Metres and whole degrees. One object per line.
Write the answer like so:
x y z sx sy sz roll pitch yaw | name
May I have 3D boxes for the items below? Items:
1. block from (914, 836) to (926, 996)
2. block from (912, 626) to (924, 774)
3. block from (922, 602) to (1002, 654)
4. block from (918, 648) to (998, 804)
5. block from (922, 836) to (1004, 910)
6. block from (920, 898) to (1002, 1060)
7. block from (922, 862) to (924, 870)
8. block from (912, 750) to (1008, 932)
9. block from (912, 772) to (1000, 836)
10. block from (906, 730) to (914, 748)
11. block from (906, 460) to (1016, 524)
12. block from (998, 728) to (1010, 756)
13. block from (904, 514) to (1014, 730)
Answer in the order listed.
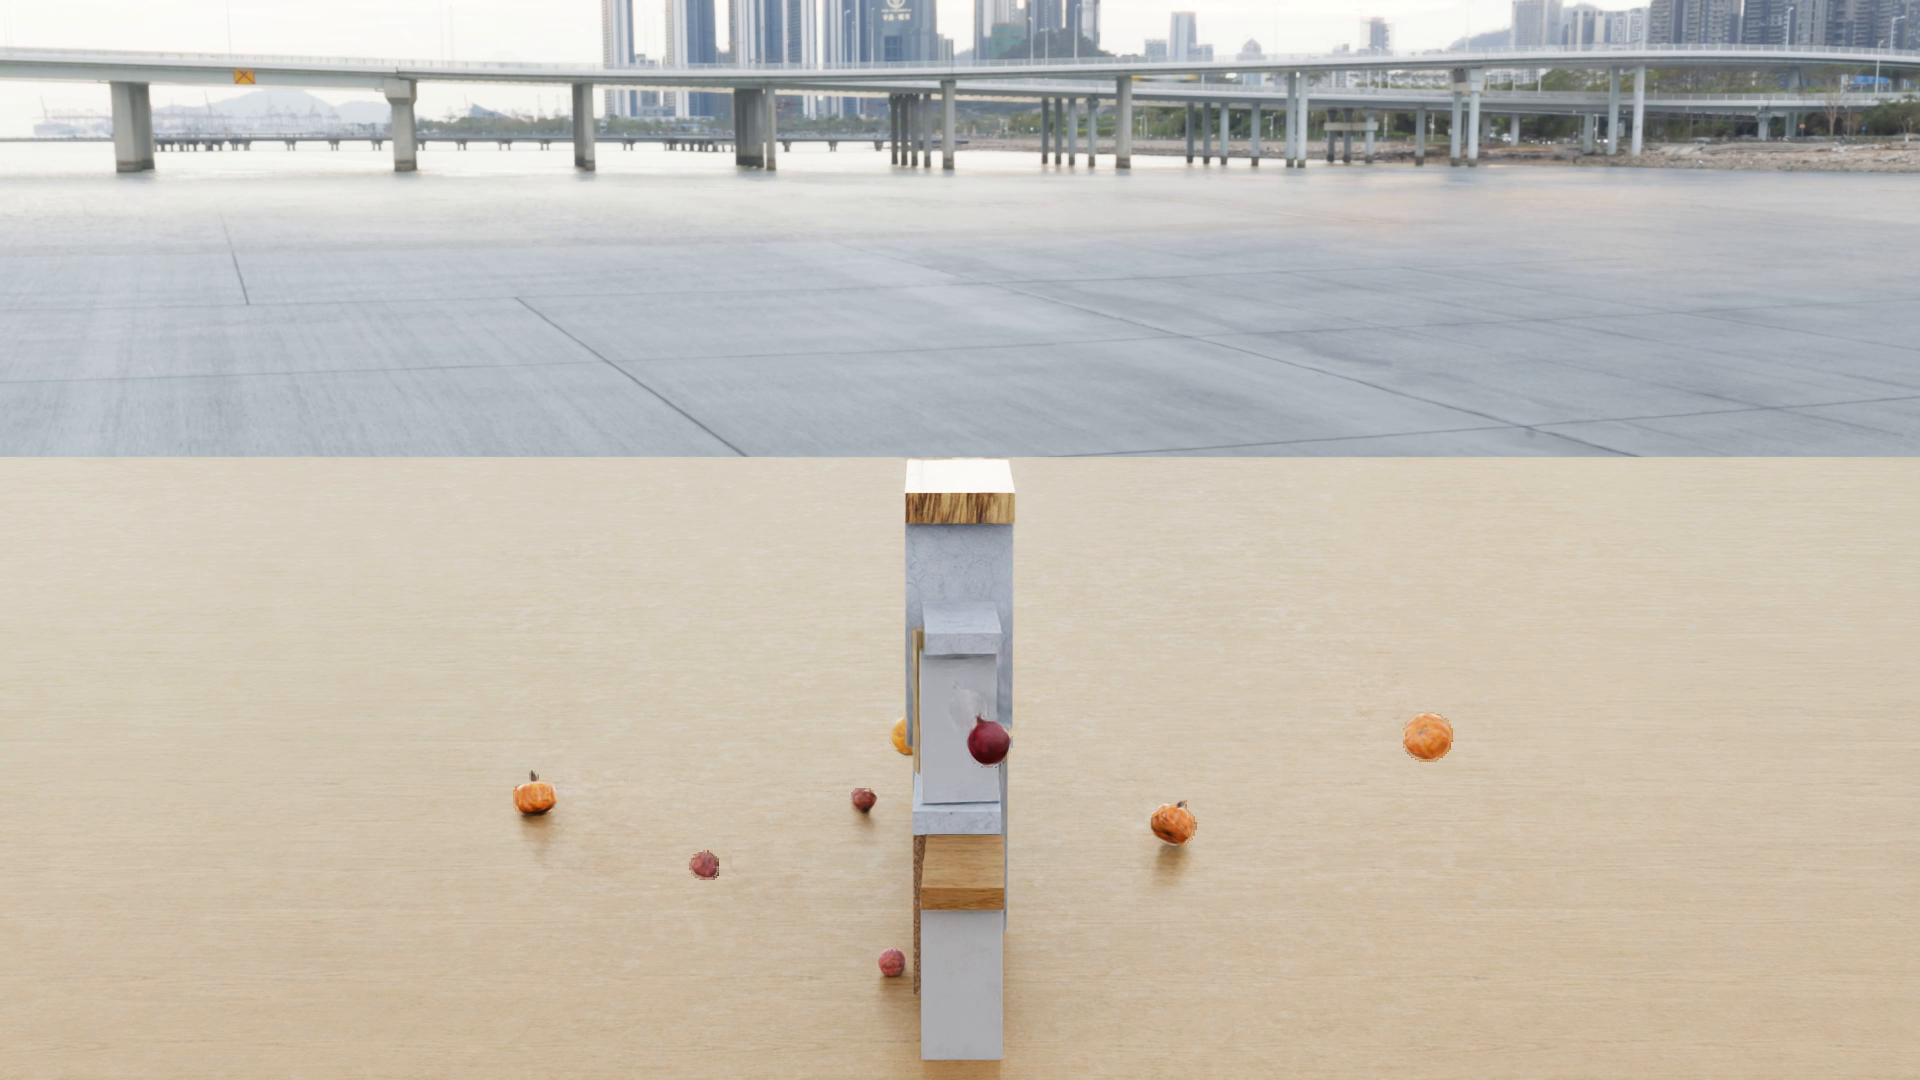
-0.005 0.542 3.231 0.127 0.254 0.036 0 11 0 | block
-0.014 0.242 3.348 0.111 0.221 0.031 -3 8 -15 | block
0.001 0.129 3.257 0.111 0.031 0.221 -1 10 -2 | block
-0.002 0.269 3.198 0.111 0.221 0.031 -1 4 -5 | block
0.005 0.461 3.058 0.111 0.031 0.222 0 11 1 | block
0.002 0.599 3.008 0.111 0.222 0.031 0 10 0 | block
0.002 0.572 3.154 0.111 0.222 0.031 0 10 0 | block
0.001 0.472 3.489 0.148 0.297 0.042 0 11 0 | block
-0.005 0.384 3.288 0.127 0.036 0.254 0 11 0 | block
-0.004 0.177 3.753 0.176 0.353 0.050 0 11 0 | block
-0.002 -0.078 3.473 0.165 0.047 0.330 0 10 -1 | block
0.002 0.288 3.555 0.148 0.042 0.297 0 11 0 | block
-0.002 0.127 3.400 0.165 0.330 0.047 0 11 -2 | block
